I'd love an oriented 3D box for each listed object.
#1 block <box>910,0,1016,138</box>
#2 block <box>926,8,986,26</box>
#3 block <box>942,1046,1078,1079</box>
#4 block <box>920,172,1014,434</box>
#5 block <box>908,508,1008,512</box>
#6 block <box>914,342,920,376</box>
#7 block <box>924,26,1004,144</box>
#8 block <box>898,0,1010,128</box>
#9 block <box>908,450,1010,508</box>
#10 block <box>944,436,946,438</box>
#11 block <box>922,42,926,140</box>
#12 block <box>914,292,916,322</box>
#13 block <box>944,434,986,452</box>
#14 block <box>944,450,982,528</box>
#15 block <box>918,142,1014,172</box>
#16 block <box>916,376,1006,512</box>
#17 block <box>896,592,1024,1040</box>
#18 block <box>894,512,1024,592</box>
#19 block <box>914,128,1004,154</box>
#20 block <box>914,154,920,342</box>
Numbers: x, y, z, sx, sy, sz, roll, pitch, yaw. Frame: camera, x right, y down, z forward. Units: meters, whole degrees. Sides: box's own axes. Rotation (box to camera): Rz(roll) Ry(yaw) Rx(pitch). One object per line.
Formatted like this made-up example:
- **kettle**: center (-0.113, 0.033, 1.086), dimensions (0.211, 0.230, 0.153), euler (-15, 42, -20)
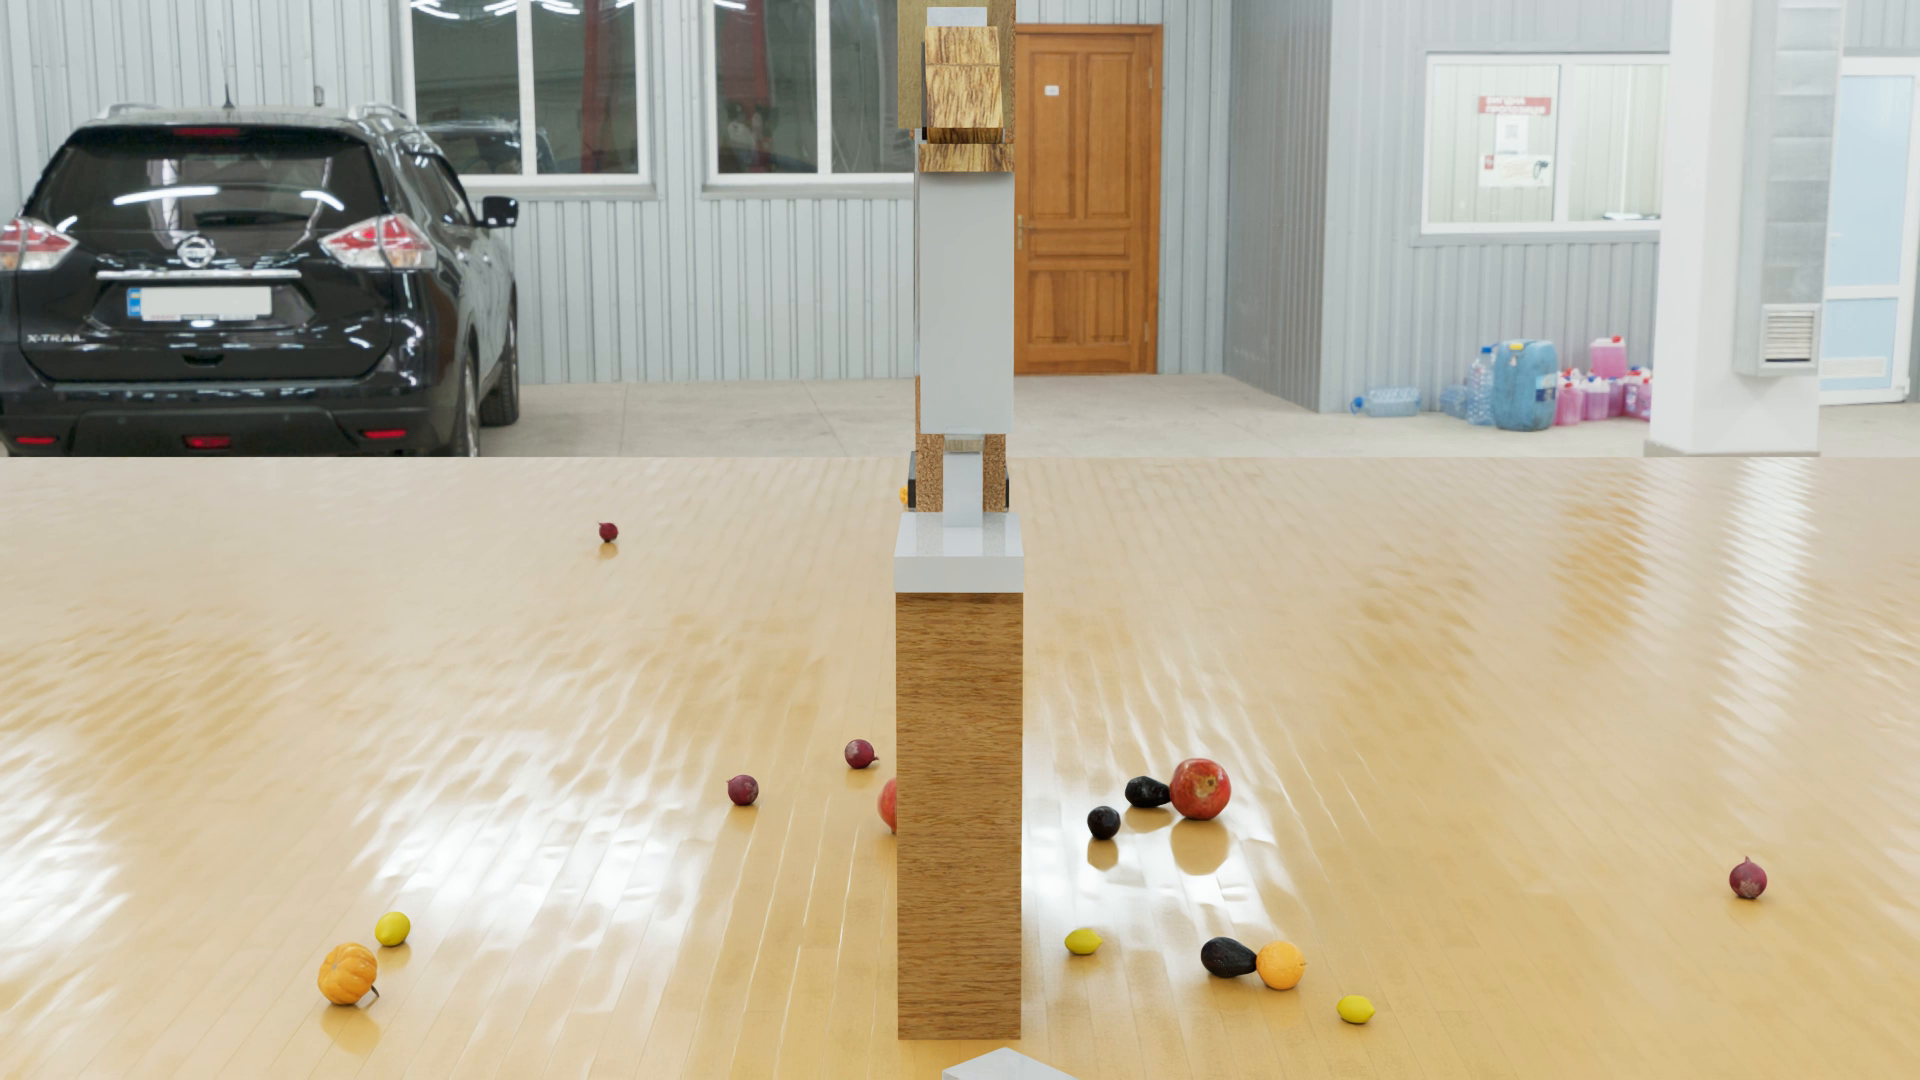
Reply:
- **block**: center (0.004, -0.840, 3.599), dimensions (0.172, 0.361, 0.049), euler (0, 11, -1)
- **block**: center (-0.005, -0.715, 3.332), dimensions (0.090, 0.181, 0.026), euler (0, -6, -1)
- **block**: center (0.139, 0.733, 2.811), dimensions (0.115, 0.033, 0.357), euler (-9, 14, -41)
- **block**: center (0.010, -0.339, 3.141), dimensions (0.133, 0.372, 0.038), euler (0, 11, 0)
- **block**: center (-0.003, 0.104, 3.822), dimensions (0.172, 0.344, 0.049), euler (0, 11, 0)
- **block**: center (0.000, -0.291, 3.430), dimensions (0.137, 0.039, 0.274), euler (0, 11, 0)
- **block**: center (0.004, -0.659, 3.178), dimensions (0.107, 0.030, 0.214), euler (0, 54, -2)
- **block**: center (-0.009, -0.807, 3.379), dimensions (0.172, 0.345, 0.049), euler (0, 11, -1)
- **block**: center (-0.003, -0.110, 3.899), dimensions (0.172, 0.049, 0.344), euler (0, 11, 0)
- **block**: center (0.000, -0.143, 3.265), dimensions (0.046, 0.013, 0.092), euler (0, 11, -1)
- **block**: center (-0.011, -0.657, 3.212), dimensions (0.090, 0.026, 0.181), euler (0, 54, -1)
- **block**: center (-0.006, -0.491, 3.579), dimensions (0.136, 0.273, 0.039), euler (-1, 11, -4)
- **block**: center (0.008, -0.144, 3.154), dimensions (0.056, 0.016, 0.112), euler (0, 11, 2)
- **block**: center (0.004, -0.075, 3.132), dimensions (0.056, 0.112, 0.016), euler (0, 11, 0)
- **block**: center (0.006, -0.556, 3.186), dimensions (0.133, 0.038, 0.266), euler (0, 11, -2)
- **block**: center (0.001, -0.103, 3.373), dimensions (0.137, 0.308, 0.039), euler (0, 11, 0)
- **block**: center (-0.001, 0.377, 3.043), dimensions (0.172, 0.647, 0.049), euler (0, 11, 0)
- **block**: center (-0.001, 0.014, 3.092), dimensions (0.172, 0.049, 0.345), euler (0, 11, 0)
- **block**: center (-0.003, -0.628, 3.463), dimensions (0.136, 0.039, 0.273), euler (0, 11, -1)
- **block**: center (-0.001, -0.451, 3.402), dimensions (0.136, 0.287, 0.039), euler (0, 10, -2)
